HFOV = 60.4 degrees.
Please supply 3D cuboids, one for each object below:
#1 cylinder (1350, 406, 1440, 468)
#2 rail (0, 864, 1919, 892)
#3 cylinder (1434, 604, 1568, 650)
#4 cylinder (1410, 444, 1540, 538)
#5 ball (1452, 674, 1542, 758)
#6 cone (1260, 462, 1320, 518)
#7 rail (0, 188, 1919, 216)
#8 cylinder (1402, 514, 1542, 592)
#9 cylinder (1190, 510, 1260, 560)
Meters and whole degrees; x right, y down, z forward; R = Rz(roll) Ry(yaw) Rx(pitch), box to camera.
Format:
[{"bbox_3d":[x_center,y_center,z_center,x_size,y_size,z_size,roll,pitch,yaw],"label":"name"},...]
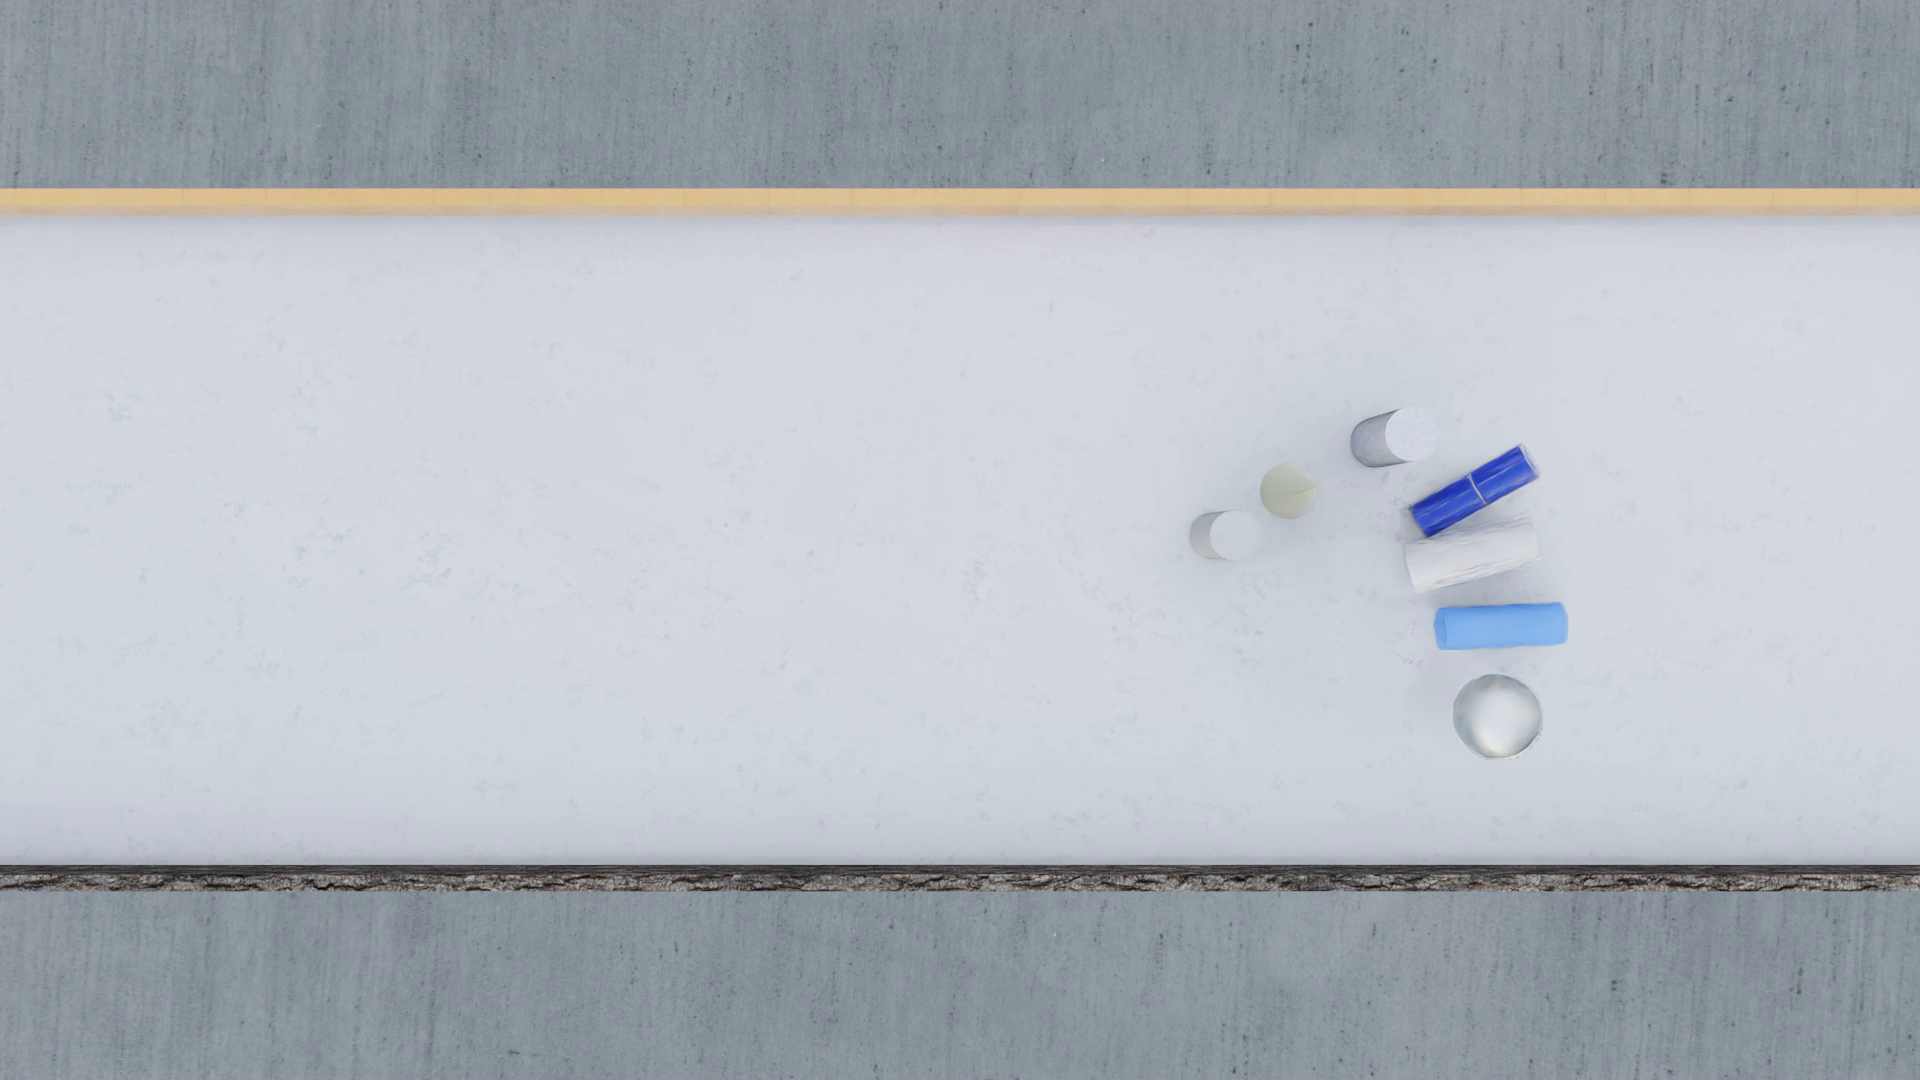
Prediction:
[{"bbox_3d":[1.279,-0.300,4.868,0.156,0.416,0.156,0,90,0],"label":"cylinder"},{"bbox_3d":[-2.247,1.025,5.001,12.000,0.150,0.050,0,90,0],"label":"rail"},{"bbox_3d":[1.640,0.264,5.013,0.363,0.128,0.128,-3,90,0],"label":"cylinder"},{"bbox_3d":[1.541,-0.145,4.948,0.367,0.114,0.114,-32,90,25],"label":"cylinder"},{"bbox_3d":[1.535,0.503,4.719,0.243,0.243,0.243,0,90,0],"label":"ball"},{"bbox_3d":[1.010,-0.151,4.848,0.173,0.456,0.173,0,90,0],"label":"cone"},{"bbox_3d":[-2.247,-1.025,5.002,12.000,0.150,0.050,0,90,0],"label":"rail"},{"bbox_3d":[1.536,0.040,4.949,0.373,0.152,0.152,-15,90,17],"label":"cylinder"},{"bbox_3d":[0.778,-0.013,4.870,0.144,0.414,0.144,0,90,0],"label":"cylinder"}]
